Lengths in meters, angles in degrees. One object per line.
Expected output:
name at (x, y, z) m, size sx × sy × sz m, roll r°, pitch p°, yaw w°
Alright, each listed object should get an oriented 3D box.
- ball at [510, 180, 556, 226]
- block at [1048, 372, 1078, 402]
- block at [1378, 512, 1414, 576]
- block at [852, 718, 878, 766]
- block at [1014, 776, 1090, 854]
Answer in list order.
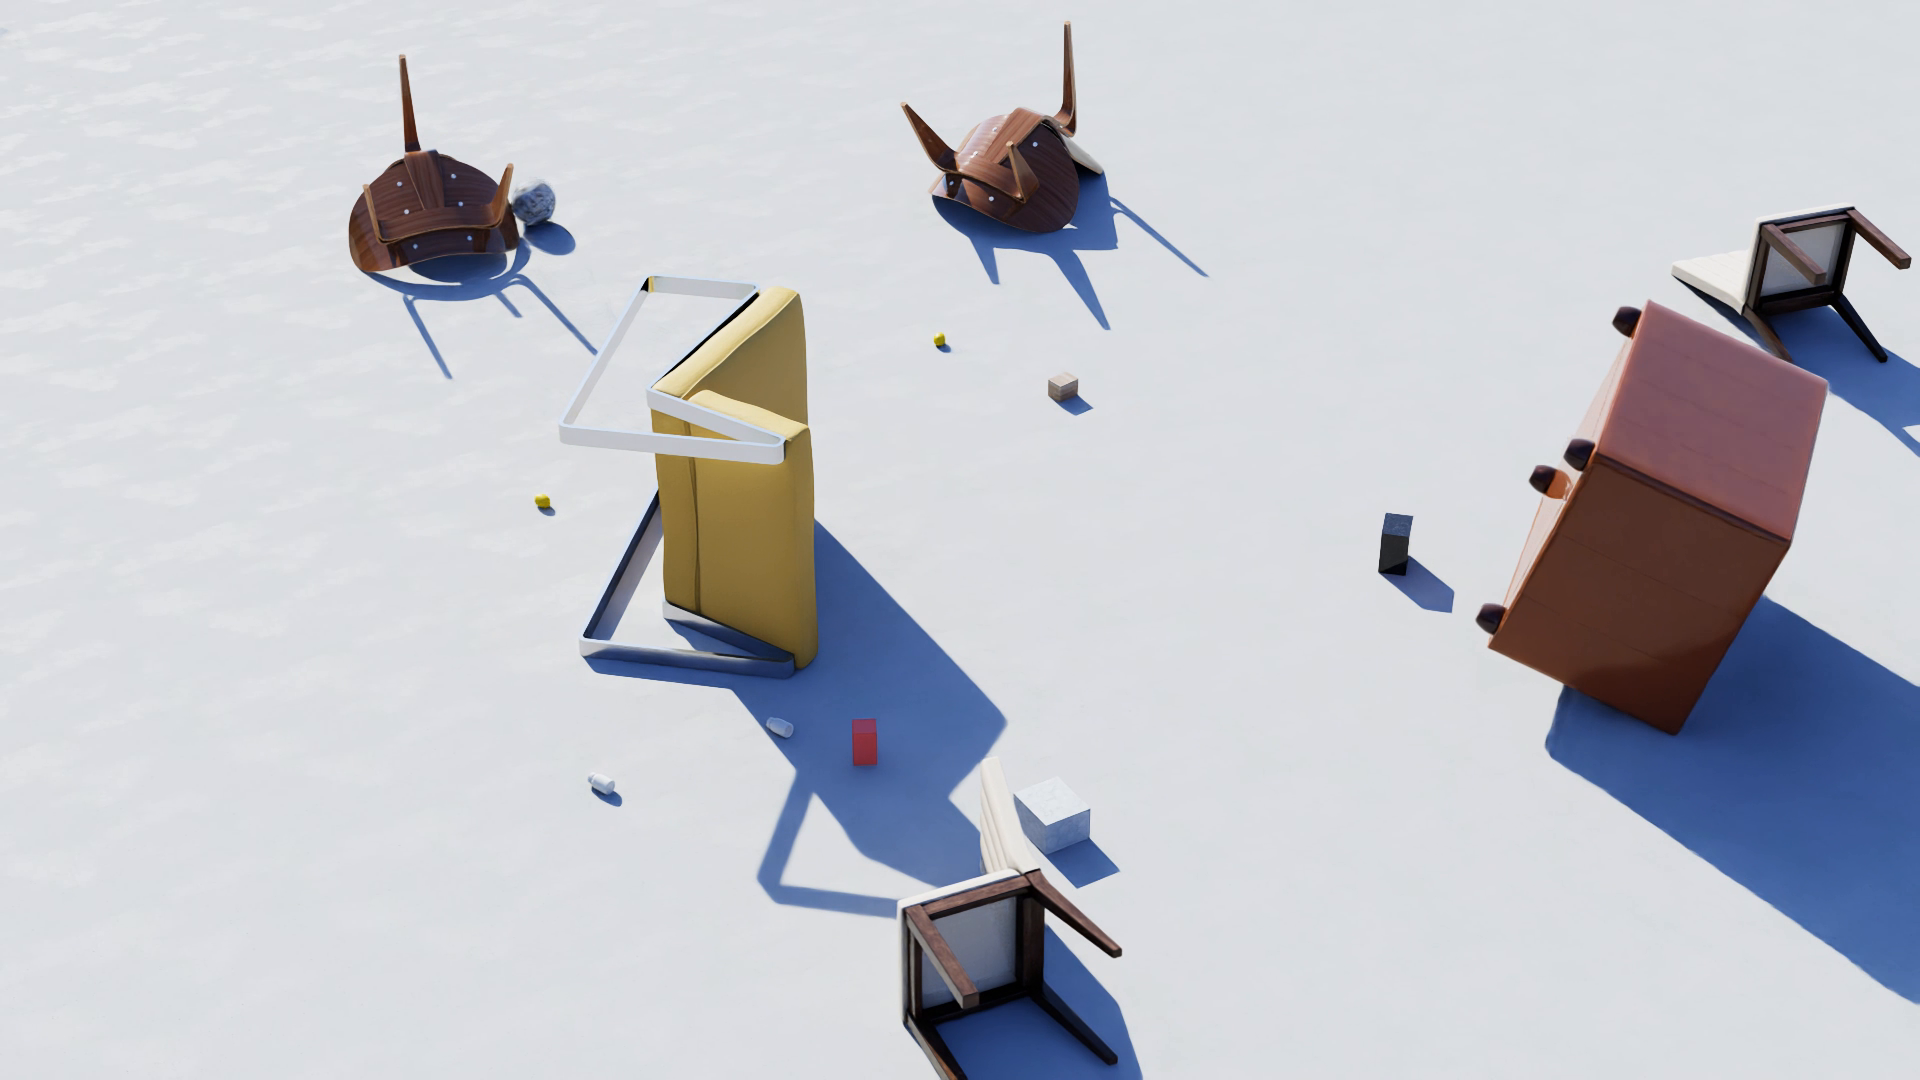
ball at (-1.895, -1.499, 13.038) m, size 0.200 × 0.200 × 0.200 m, roll 0°, pitch 33°, yaw 0°
block at (0.415, -0.615, 11.809) m, size 0.097 × 0.076 × 0.074 m, roll -25°, pitch 41°, yaw -33°
block at (1.599, 0.015, 10.765) m, size 0.102 × 0.172 × 0.144 m, roll 7°, pitch 34°, yaw 11°
block at (-0.319, 0.675, 9.798) m, size 0.079 × 0.134 × 0.077 m, roll -2°, pitch 33°, yaw -3°
block at (0.296, 0.891, 9.483) m, size 0.170 × 0.121 × 0.195 m, roll -19°, pitch 38°, yaw -26°
